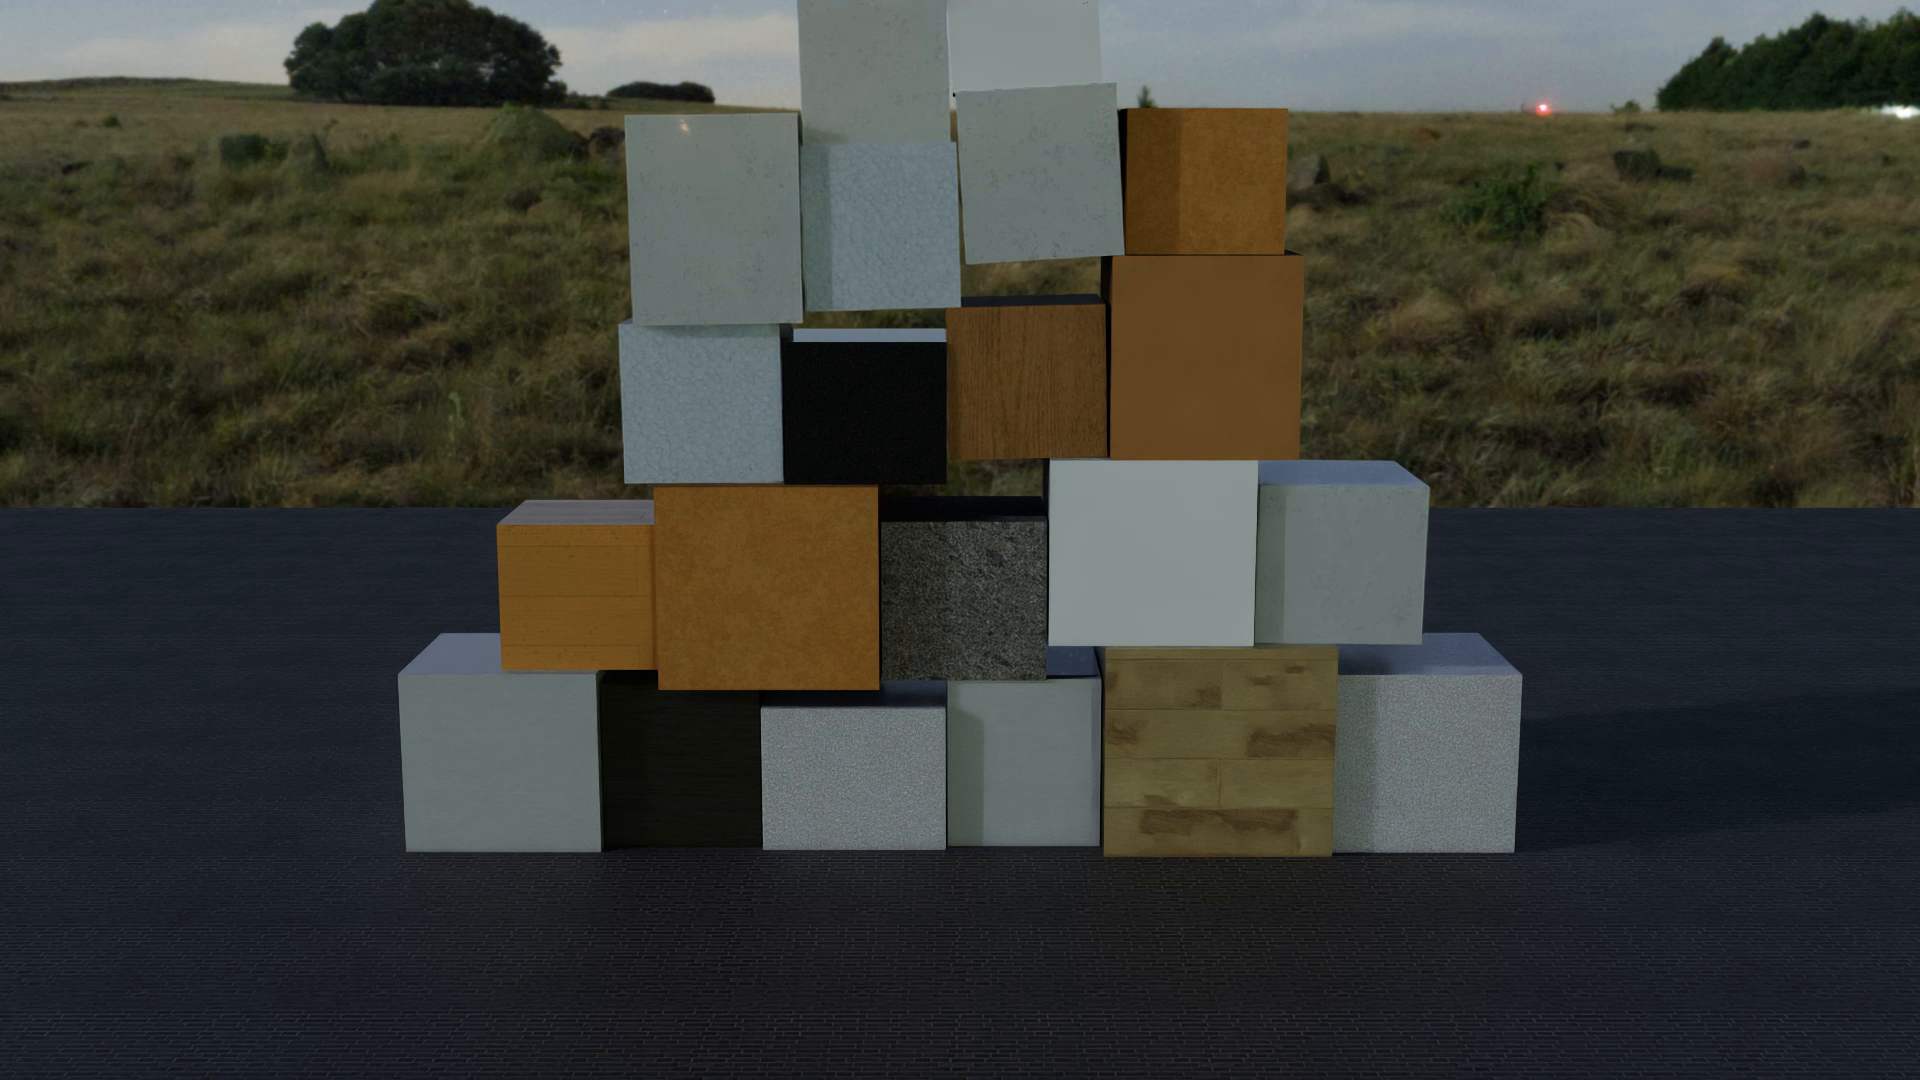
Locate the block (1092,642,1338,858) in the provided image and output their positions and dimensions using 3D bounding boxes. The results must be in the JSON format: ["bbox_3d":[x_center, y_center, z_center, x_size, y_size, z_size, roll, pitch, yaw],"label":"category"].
[{"bbox_3d":[1.279,0.959,11.335,1.132,1.058,1.056,0,10,0],"label":"block"}]

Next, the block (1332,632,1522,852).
[{"bbox_3d":[2.311,1.028,11.364,0.913,0.911,0.947,0,10,0],"label":"block"}]

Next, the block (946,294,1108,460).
[{"bbox_3d":[0.325,-0.828,11.014,0.770,0.741,0.736,-1,10,0],"label":"block"}]

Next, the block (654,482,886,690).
[{"bbox_3d":[-0.939,0.151,11.210,1.084,1.006,1.008,0,10,0],"label":"block"}]

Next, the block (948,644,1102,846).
[{"bbox_3d":[0.321,1.048,11.385,0.765,0.864,0.775,0,10,0],"label":"block"}]

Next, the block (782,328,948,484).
[{"bbox_3d":[-0.459,-0.682,11.038,0.788,0.694,0.780,0,10,0],"label":"block"}]

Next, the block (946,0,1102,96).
[{"bbox_3d":[0.294,-2.598,10.689,0.709,0.802,0.768,-3,10,1],"label":"block"}]

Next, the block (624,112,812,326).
[{"bbox_3d":[-1.168,-1.597,10.877,0.816,0.991,0.847,-1,10,0],"label":"block"}]

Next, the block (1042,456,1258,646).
[{"bbox_3d":[0.939,-0.020,11.194,1.005,0.918,0.984,0,10,0],"label":"block"}]

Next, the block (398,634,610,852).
[{"bbox_3d":[-2.280,1.028,11.358,0.974,0.913,0.921,0,10,0],"label":"block"}]

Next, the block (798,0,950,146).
[{"bbox_3d":[-0.408,-2.323,10.755,0.703,0.758,0.713,-2,10,0],"label":"block"}]

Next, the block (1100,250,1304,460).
[{"bbox_3d":[1.184,-0.951,11.002,0.911,0.983,0.911,0,10,0],"label":"block"}]

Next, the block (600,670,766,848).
[{"bbox_3d":[-1.390,1.062,11.367,0.786,0.843,0.779,0,10,0],"label":"block"}]

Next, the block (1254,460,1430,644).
[{"bbox_3d":[1.870,0.045,11.207,0.824,0.787,0.890,1,10,0],"label":"block"}]

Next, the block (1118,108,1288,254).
[{"bbox_3d":[1.177,-1.776,10.861,0.763,0.690,0.713,0,10,0],"label":"block"}]

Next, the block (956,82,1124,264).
[{"bbox_3d":[0.382,-1.809,10.834,0.759,0.806,0.841,-4,10,1],"label":"block"}]

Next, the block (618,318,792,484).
[{"bbox_3d":[-1.255,-0.732,11.067,0.780,0.777,0.777,-1,10,0],"label":"block"}]

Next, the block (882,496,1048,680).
[{"bbox_3d":[0.020,0.233,11.223,0.813,0.798,0.790,0,10,0],"label":"block"}]

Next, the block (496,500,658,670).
[{"bbox_3d":[-1.883,0.216,11.227,0.785,0.732,0.755,0,10,0],"label":"block"}]

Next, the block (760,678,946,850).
[{"bbox_3d":[-0.529,1.117,11.379,0.916,0.731,0.863,0,10,0],"label":"block"}]

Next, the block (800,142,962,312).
[{"bbox_3d":[-0.380,-1.561,10.880,0.749,0.786,0.740,-2,10,0],"label":"block"}]
